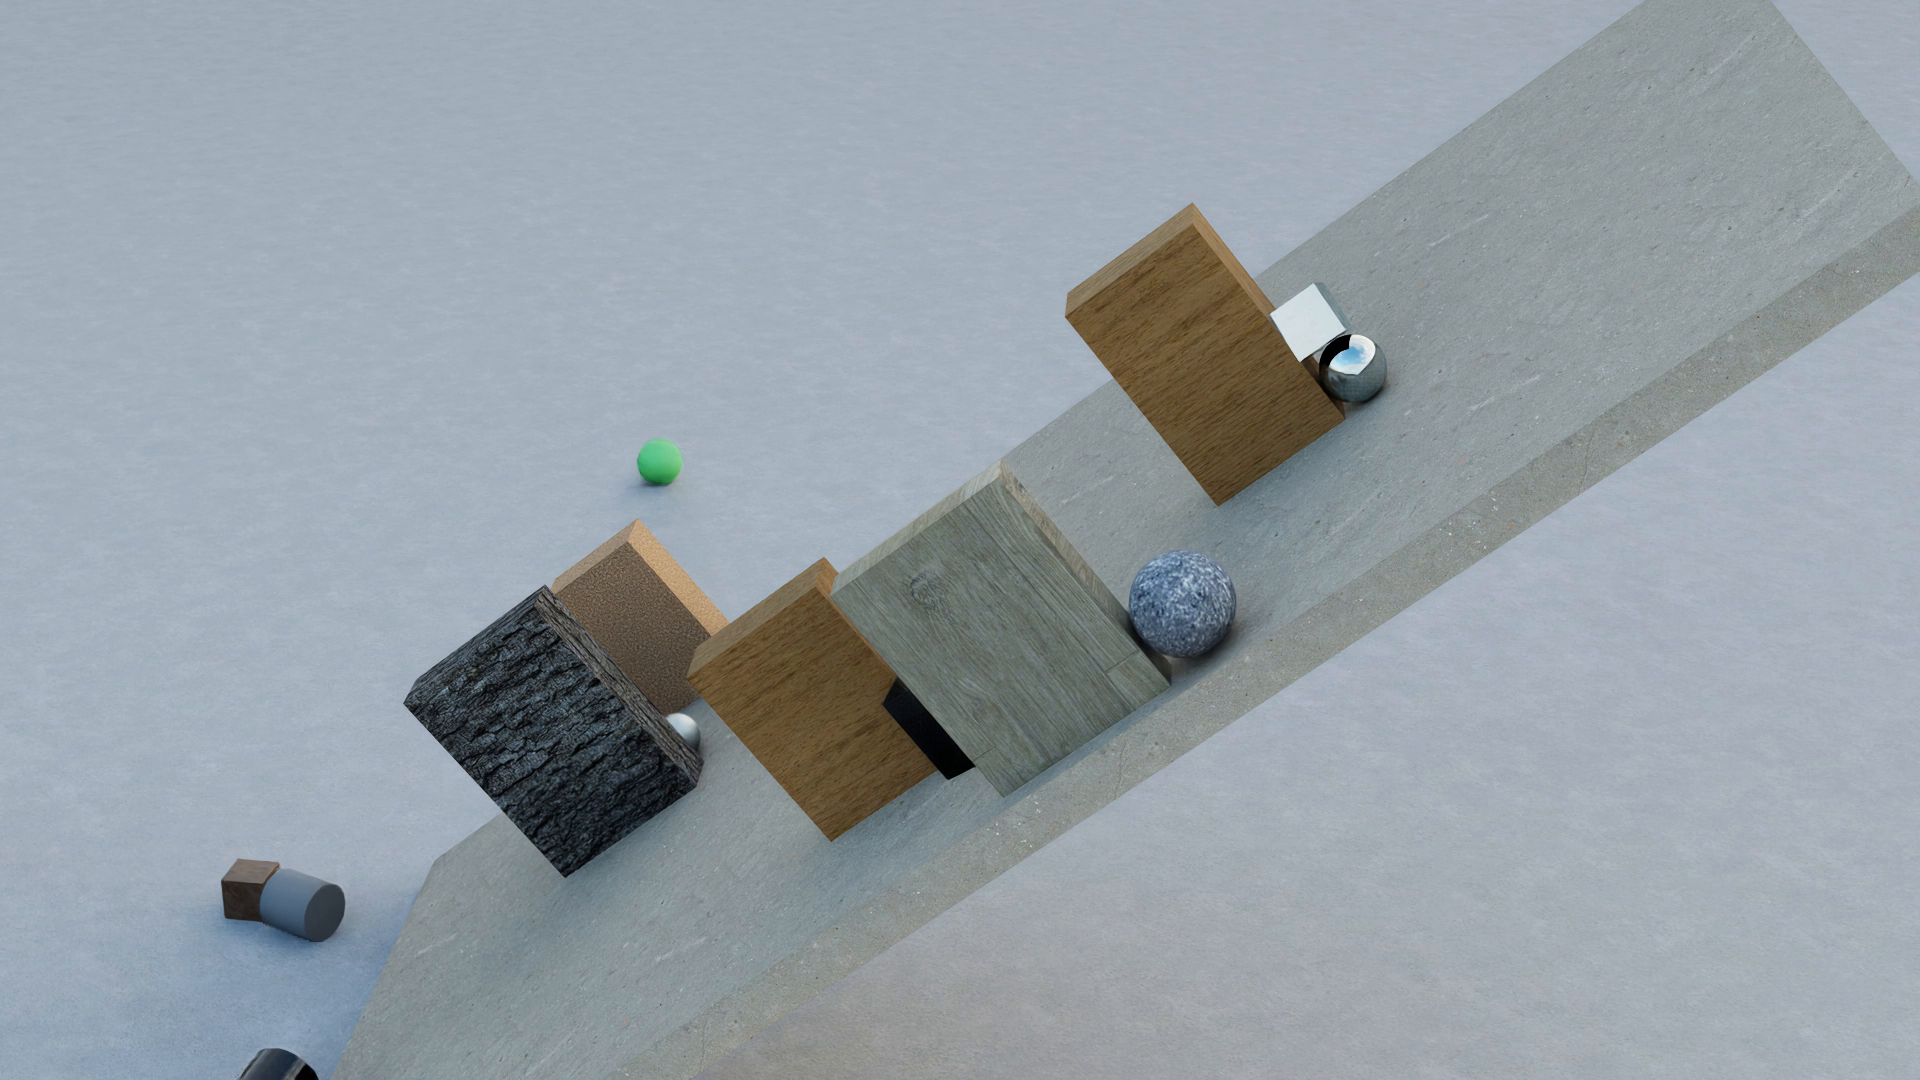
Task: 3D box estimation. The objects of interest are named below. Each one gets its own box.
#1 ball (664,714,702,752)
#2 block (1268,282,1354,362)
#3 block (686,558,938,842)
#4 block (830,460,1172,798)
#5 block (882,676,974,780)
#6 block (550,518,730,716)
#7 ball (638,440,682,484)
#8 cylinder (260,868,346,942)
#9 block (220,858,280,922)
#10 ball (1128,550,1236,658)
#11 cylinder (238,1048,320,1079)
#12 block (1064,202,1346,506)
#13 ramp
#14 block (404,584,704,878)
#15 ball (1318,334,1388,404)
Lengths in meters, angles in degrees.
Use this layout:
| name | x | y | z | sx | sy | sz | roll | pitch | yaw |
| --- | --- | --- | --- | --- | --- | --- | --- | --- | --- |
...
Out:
| name | x | y | z | sx | sy | sz | roll | pitch | yaw |
| --- | --- | --- | --- | --- | --- | --- | --- | --- | --- |
| ball | -0.673 | 0.470 | 6.980 | 0.116 | 0.116 | 0.116 | 0 | 23 | 0 |
| block | 0.694 | -0.432 | 5.814 | 0.110 | 0.110 | 0.110 | -35 | -4 | 17 |
| block | -0.262 | 0.317 | 5.830 | 0.331 | 0.450 | 0.146 | -35 | 16 | 17 |
| block | 0.077 | 0.166 | 5.350 | 0.387 | 0.509 | 0.087 | -35 | 16 | 17 |
| block | 0.017 | 0.295 | 5.704 | 0.204 | 0.204 | 0.204 | -30 | 19 | 33 |
| block | -0.784 | 0.209 | 7.373 | 0.278 | 0.430 | 0.146 | -35 | 16 | 17 |
| ball | -1.067 | -0.275 | 10.452 | 0.159 | 0.159 | 0.159 | 0 | 23 | 0 |
| cylinder | -1.702 | 0.944 | 7.615 | 0.154 | 0.154 | 0.154 | 14 | 27 | 29 |
| block | -1.858 | 0.920 | 7.721 | 0.115 | 0.115 | 0.115 | 4 | 24 | 9 |
| ball | 0.402 | 0.117 | 5.319 | 0.195 | 0.195 | 0.195 | 0 | 23 | 0 |
| cylinder | -1.580 | 1.286 | 6.714 | 0.178 | 0.178 | 0.178 | 9 | 39 | 21 |
| block | 0.490 | -0.368 | 5.870 | 0.313 | 0.505 | 0.148 | -35 | 16 | 17 |
| ramp | 0.125 | 0.182 | 6.332 | 4.000 | 0.100 | 2.000 | -35 | 16 | 17 |
| block | -0.938 | 0.447 | 6.818 | 0.407 | 0.567 | 0.129 | -35 | 16 | 17 |
| ball | 0.777 | -0.338 | 5.813 | 0.137 | 0.137 | 0.137 | 0 | 23 | 0 |
